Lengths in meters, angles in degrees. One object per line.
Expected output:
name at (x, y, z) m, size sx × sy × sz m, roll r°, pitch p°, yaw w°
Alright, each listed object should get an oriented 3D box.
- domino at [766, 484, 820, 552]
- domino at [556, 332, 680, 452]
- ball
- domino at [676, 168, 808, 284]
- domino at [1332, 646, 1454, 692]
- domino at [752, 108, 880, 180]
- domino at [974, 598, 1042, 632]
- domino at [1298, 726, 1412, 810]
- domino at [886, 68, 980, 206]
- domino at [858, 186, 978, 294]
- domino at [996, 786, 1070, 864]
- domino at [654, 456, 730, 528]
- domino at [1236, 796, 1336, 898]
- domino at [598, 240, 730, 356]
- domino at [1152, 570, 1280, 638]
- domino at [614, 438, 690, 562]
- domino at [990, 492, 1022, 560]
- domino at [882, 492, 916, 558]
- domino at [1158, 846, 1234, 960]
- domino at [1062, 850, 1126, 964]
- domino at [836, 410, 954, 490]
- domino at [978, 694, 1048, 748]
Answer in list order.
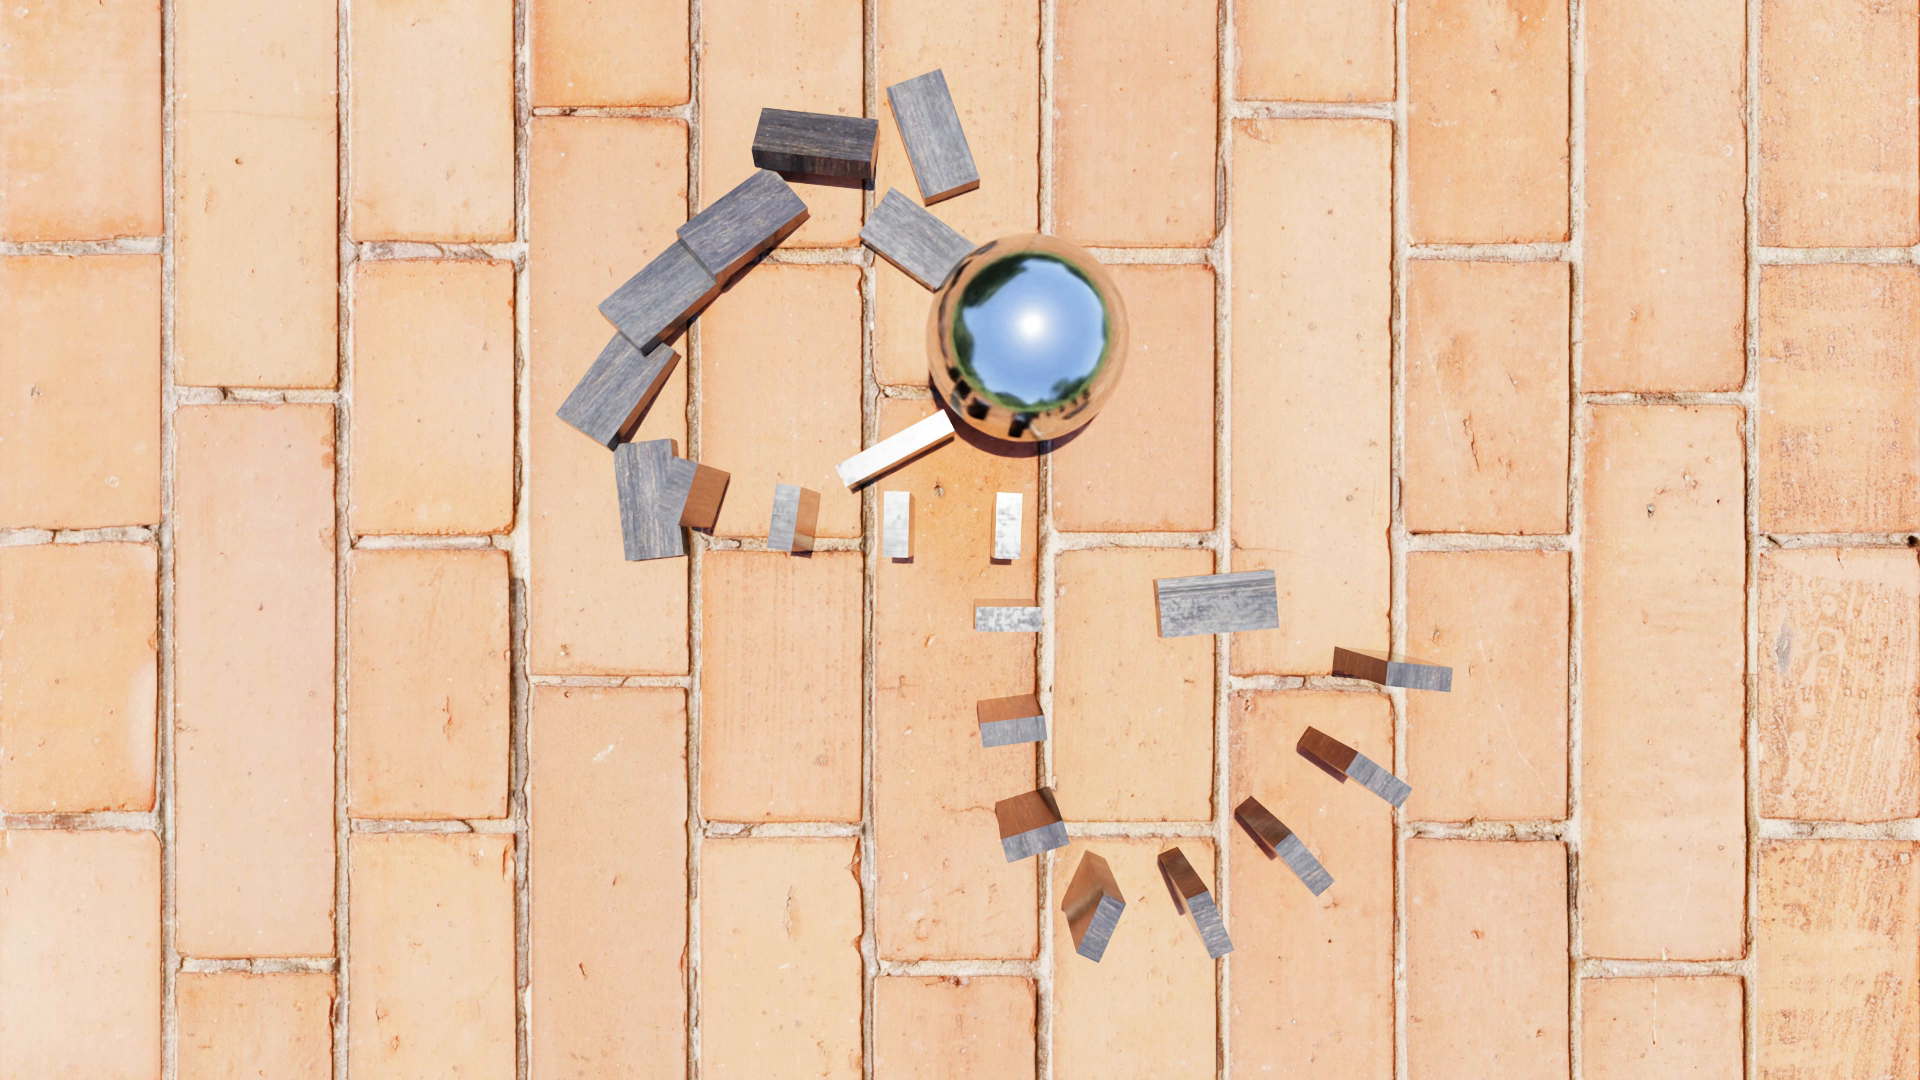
domino at (-0.067, -0.009, 0.375) m, size 0.009 × 0.050 × 0.025 m, roll 8°, pitch 90°, yaw 0°
domino at (-0.145, -0.066, 0.390) m, size 0.025 × 0.010 × 0.050 m, roll 31°, pitch 78°, yaw 0°
ball at (0.026, -0.079, 0.360) m, size 0.080 × 0.080 × 0.080 m, roll 0°, pitch 90°, yaw 0°
domino at (-0.092, -0.134, 0.390) m, size 0.050 × 0.009 × 0.025 m, roll -41°, pitch 90°, yaw -13°
domino at (0.176, 0.052, 0.375) m, size 0.025 × 0.050 × 0.009 m, roll 6°, pitch 90°, yaw 0°
domino at (-0.061, -0.169, 0.390) m, size 0.050 × 0.009 × 0.025 m, roll 6°, pitch 65°, yaw 0°
domino at (0.019, 0.030, 0.375) m, size 0.025 × 0.050 × 0.009 m, roll 0°, pitch 90°, yaw 0°
domino at (0.160, 0.092, 0.375) m, size 0.025 × 0.050 × 0.010 m, roll 34°, pitch 90°, yaw 0°
domino at (-0.012, -0.173, 0.395) m, size 0.025 × 0.010 × 0.050 m, roll -19°, pitch 90°, yaw 0°
domino at (-0.016, -0.126, 0.395) m, size 0.050 × 0.010 × 0.025 m, roll 35°, pitch 90°, yaw 0°
domino at (0.029, 0.115, 0.375) m, size 0.025 × 0.050 × 0.010 m, roll -17°, pitch 90°, yaw 0°
domino at (-0.108, -0.019, 0.375) m, size 0.009 × 0.050 × 0.025 m, roll 18°, pitch 90°, yaw 0°
domino at (0.132, 0.124, 0.375) m, size 0.009 × 0.050 × 0.025 m, roll -41°, pitch 90°, yaw 0°
domino at (-0.125, -0.105, 0.390) m, size 0.025 × 0.010 × 0.050 m, roll 44°, pitch 77°, yaw 0°
domino at (0.110, 0.027, 0.395) m, size 0.050 × 0.010 × 0.025 m, roll -5°, pitch 90°, yaw 0°
domino at (-0.133, -0.017, 0.395) m, size 0.025 × 0.010 × 0.050 m, roll -6°, pitch 90°, yaw 0°
domino at (0.019, -0.005, 0.375) m, size 0.009 × 0.050 × 0.025 m, roll 2°, pitch 90°, yaw 0°
domino at (-0.024, -0.006, 0.375) m, size 0.010 × 0.050 × 0.025 m, roll 1°, pitch 90°, yaw 0°
domino at (0.096, 0.147, 0.375) m, size 0.010 × 0.050 × 0.025 m, roll -23°, pitch 90°, yaw 0°
domino at (0.054, 0.148, 0.375) m, size 0.009 × 0.050 × 0.025 m, roll 25°, pitch 90°, yaw 0°
domino at (-0.027, -0.038, 0.388) m, size 0.050 × 0.025 × 0.010 m, roll -28°, pitch 90°, yaw 0°
domino at (0.021, 0.073, 0.375) m, size 0.025 × 0.050 × 0.009 m, roll -7°, pitch 90°, yaw 0°
